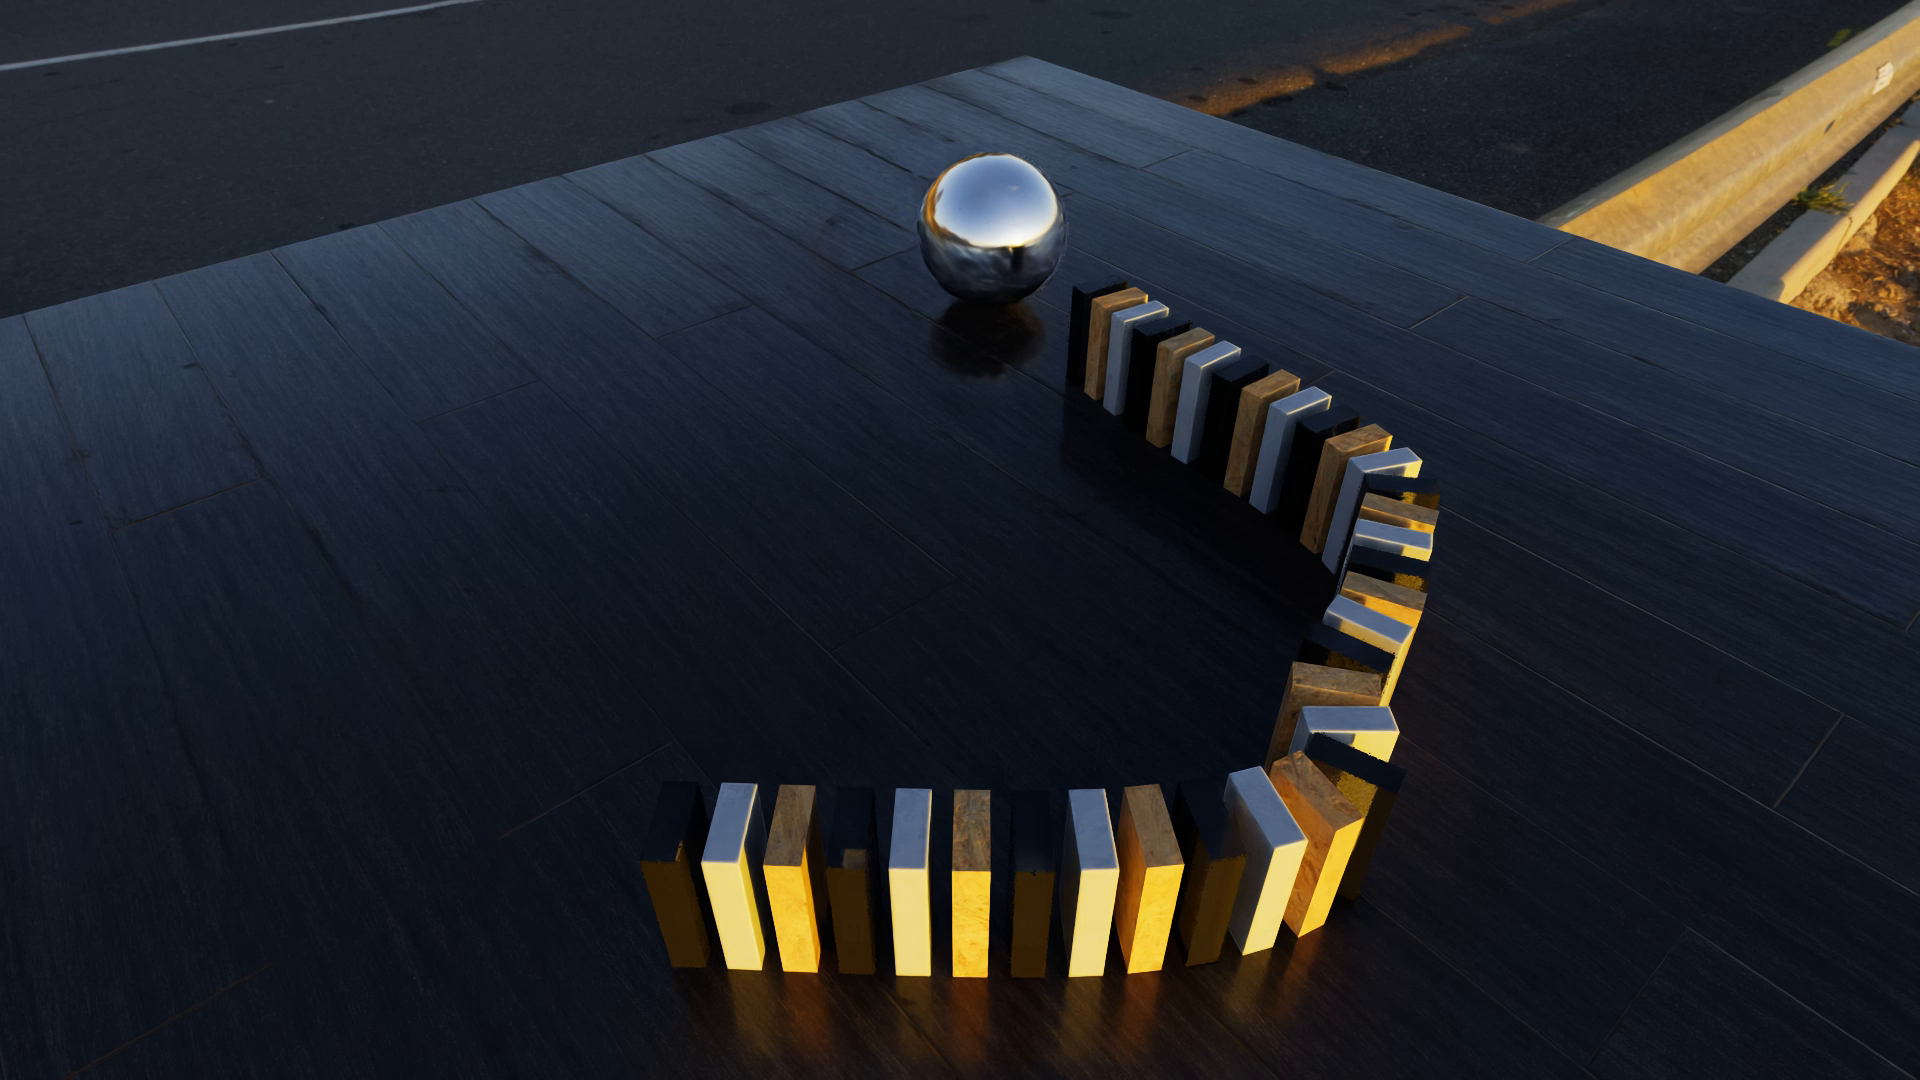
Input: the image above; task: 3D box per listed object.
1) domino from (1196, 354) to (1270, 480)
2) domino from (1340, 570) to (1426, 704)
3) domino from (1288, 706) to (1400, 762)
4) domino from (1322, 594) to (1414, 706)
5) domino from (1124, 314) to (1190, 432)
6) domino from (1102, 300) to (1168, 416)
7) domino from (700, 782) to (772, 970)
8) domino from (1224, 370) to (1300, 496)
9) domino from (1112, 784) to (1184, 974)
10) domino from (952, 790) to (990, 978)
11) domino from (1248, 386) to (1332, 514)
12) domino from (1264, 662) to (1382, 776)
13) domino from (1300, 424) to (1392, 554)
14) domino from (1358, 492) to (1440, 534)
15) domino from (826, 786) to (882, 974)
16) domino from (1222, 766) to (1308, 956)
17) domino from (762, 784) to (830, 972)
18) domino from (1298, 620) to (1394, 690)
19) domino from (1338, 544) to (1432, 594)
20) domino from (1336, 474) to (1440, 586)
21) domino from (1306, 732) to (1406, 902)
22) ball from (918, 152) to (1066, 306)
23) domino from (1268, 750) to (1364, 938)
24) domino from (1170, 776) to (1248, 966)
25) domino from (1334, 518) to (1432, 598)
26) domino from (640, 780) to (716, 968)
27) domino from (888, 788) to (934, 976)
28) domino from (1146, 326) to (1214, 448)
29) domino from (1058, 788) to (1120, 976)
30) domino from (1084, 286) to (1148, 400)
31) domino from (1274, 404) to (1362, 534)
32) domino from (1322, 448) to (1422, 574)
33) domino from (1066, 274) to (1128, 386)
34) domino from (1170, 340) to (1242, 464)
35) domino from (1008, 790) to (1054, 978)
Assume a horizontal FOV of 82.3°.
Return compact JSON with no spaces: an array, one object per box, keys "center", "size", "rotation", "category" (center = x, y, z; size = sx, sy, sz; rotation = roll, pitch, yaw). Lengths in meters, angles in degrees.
[{"center":[0.118,-0.053,0.476],"size":[0.025,0.050,0.009],"rotation":[-27,46,-29],"category":"domino"},{"center":[0.136,0.036,0.368],"size":[0.025,0.050,0.010],"rotation":[18,43,21],"category":"domino"},{"center":[0.110,0.070,0.326],"size":[0.025,0.050,0.010],"rotation":[0,39,0],"category":"domino"},{"center":[0.128,0.044,0.358],"size":[0.025,0.050,0.009],"rotation":[27,46,29],"category":"domino"},{"center":[0.090,-0.076,0.505],"size":[0.025,0.050,0.009],"rotation":[-22,44,-24],"category":"domino"},{"center":[0.082,-0.085,0.515],"size":[0.025,0.050,0.010],"rotation":[-20,44,-23],"category":"domino"},{"center":[-0.059,0.092,0.299],"size":[0.010,0.050,0.025],"rotation":[2,39,2],"category":"domino"},{"center":[0.128,-0.045,0.466],"size":[0.025,0.050,0.010],"rotation":[-26,46,-28],"category":"domino"},{"center":[0.050,0.092,0.299],"size":[0.009,0.050,0.025],"rotation":[-4,40,-5],"category":"domino"},{"center":[0.003,0.093,0.297],"size":[0.009,0.050,0.025],"rotation":[1,39,1],"category":"domino"},{"center":[0.137,-0.037,0.456],"size":[0.025,0.050,0.010],"rotation":[-22,44,-25],"category":"domino"},{"center":[0.110,0.060,0.338],"size":[0.025,0.050,0.009],"rotation":[8,40,10],"category":"domino"},{"center":[0.152,-0.020,0.436],"size":[0.025,0.050,0.009],"rotation":[-18,42,-20],"category":"domino"},{"center":[0.154,0.008,0.401],"size":[0.025,0.050,0.009],"rotation":[18,43,20],"category":"domino"},{"center":[-0.028,0.093,0.298],"size":[0.009,0.050,0.025],"rotation":[1,39,2],"category":"domino"},{"center":[0.080,0.089,0.303],"size":[0.009,0.050,0.025],"rotation":[-10,40,-13],"category":"domino"},{"center":[-0.044,0.092,0.299],"size":[0.010,0.050,0.025],"rotation":[2,39,2],"category":"domino"},{"center":[0.118,0.052,0.349],"size":[0.025,0.050,0.010],"rotation":[26,46,28],"category":"domino"},{"center":[0.142,0.027,0.379],"size":[0.025,0.050,0.010],"rotation":[14,41,17],"category":"domino"},{"center":[0.160,-0.001,0.413],"size":[0.025,0.050,0.010],"rotation":[6,40,7],"category":"domino"},{"center":[0.107,0.080,0.314],"size":[0.025,0.050,0.010],"rotation":[22,44,25],"category":"domino"},{"center":[0.017,-0.166,0.591],"size":[0.080,0.080,0.080],"rotation":[0,39,0],"category":"ball"},{"center":[0.095,0.085,0.307],"size":[0.009,0.050,0.025],"rotation":[-18,43,-20],"category":"domino"},{"center":[0.065,0.091,0.300],"size":[0.010,0.050,0.025],"rotation":[-7,40,-8],"category":"domino"},{"center":[0.148,0.017,0.390],"size":[0.025,0.050,0.009],"rotation":[13,41,16],"category":"domino"},{"center":[-0.075,0.092,0.300],"size":[0.009,0.050,0.025],"rotation":[1,39,1],"category":"domino"},{"center":[-0.013,0.093,0.298],"size":[0.010,0.050,0.025],"rotation":[1,39,1],"category":"domino"},{"center":[0.099,-0.068,0.495],"size":[0.025,0.050,0.009],"rotation":[-24,45,-27],"category":"domino"},{"center":[0.034,0.093,0.298],"size":[0.010,0.050,0.025],"rotation":[-2,39,-2],"category":"domino"},{"center":[0.074,-0.093,0.525],"size":[0.025,0.050,0.010],"rotation":[-20,43,-23],"category":"domino"},{"center":[0.145,-0.028,0.446],"size":[0.025,0.050,0.010],"rotation":[-21,44,-23],"category":"domino"},{"center":[0.158,-0.011,0.424],"size":[0.025,0.050,0.009],"rotation":[-11,41,-13],"category":"domino"},{"center":[0.066,-0.102,0.536],"size":[0.025,0.050,0.010],"rotation":[-21,44,-23],"category":"domino"},{"center":[0.108,-0.060,0.485],"size":[0.025,0.050,0.010],"rotation":[-27,46,-29],"category":"domino"},{"center":[0.019,0.093,0.297],"size":[0.010,0.050,0.025],"rotation":[0,39,0],"category":"domino"}]
